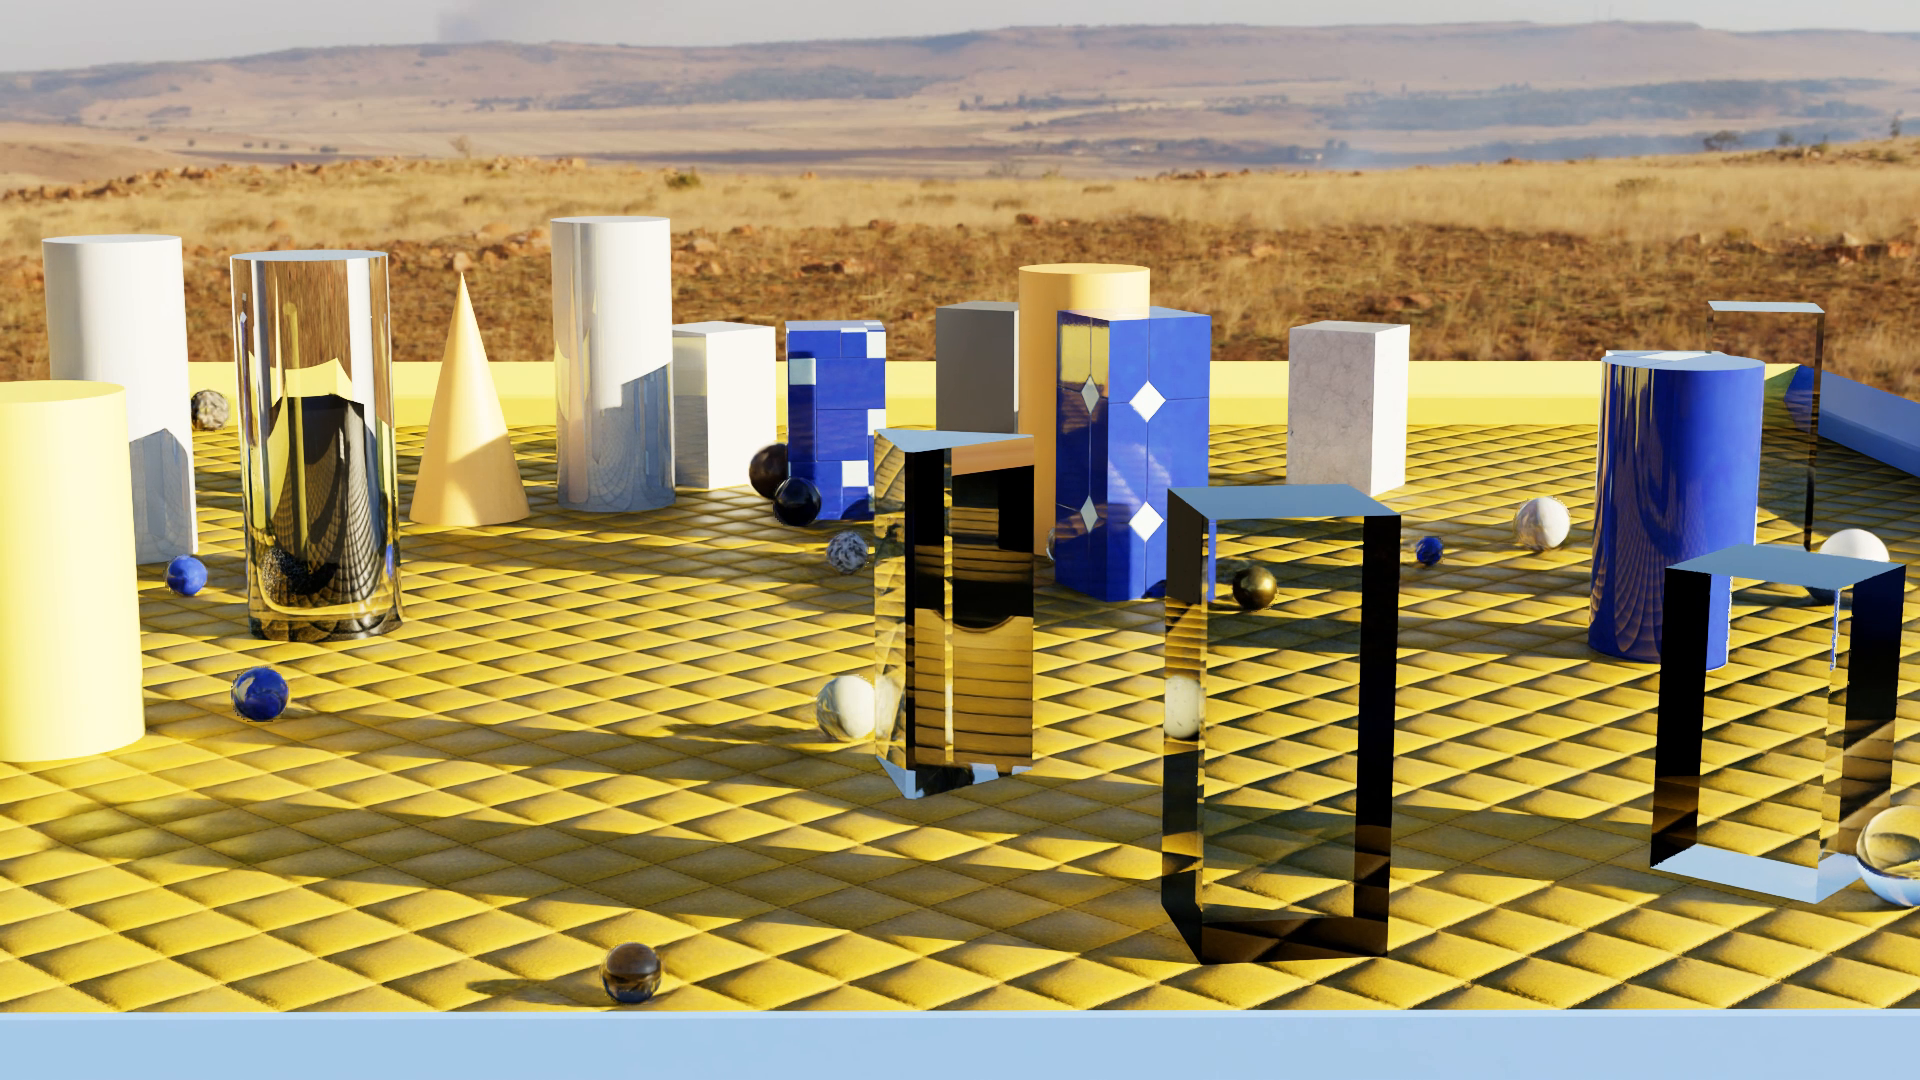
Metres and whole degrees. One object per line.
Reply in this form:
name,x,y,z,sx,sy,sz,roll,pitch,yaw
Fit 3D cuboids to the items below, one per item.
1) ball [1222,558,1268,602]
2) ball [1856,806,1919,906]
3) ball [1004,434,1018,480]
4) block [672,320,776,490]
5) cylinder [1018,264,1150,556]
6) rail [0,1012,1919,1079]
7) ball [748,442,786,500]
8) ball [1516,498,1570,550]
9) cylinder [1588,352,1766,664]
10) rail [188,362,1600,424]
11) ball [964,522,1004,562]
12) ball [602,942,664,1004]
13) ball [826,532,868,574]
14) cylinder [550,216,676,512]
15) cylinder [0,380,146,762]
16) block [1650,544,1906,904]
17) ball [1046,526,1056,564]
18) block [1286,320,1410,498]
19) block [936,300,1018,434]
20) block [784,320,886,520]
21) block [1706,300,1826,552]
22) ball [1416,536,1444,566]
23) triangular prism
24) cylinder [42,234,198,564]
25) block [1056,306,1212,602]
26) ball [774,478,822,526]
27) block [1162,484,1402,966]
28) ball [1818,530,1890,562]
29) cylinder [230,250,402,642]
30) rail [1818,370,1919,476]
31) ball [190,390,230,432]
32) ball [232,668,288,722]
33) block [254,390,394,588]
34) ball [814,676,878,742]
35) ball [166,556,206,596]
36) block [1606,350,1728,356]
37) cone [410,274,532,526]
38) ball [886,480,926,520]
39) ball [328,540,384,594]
ball,0.391,0.055,3.520,0.060,0.060,0.060,0,10,0
ball,0.831,0.277,2.247,0.088,0.088,0.088,0,10,0
ball,0.125,-0.147,4.514,0.095,0.095,0.095,0,10,0
block,-0.437,-0.241,4.540,0.157,0.271,0.157,10,14,43
cylinder,0.187,-0.199,3.893,0.197,0.424,0.197,0,10,0
rail,0.010,0.362,1.675,3.449,0.128,0.045,0,10,0
ball,-0.311,-0.116,4.343,0.098,0.098,0.098,0,10,0
ball,0.884,-0.025,3.896,0.080,0.080,0.080,0,10,0
cylinder,0.895,-0.042,3.211,0.197,0.364,0.197,0,10,0
rail,-0.010,-0.296,5.223,3.449,0.128,0.045,0,10,0
ball,0.036,0.004,3.801,0.059,0.059,0.059,0,10,0
ball,-0.258,0.340,2.015,0.048,0.048,0.048,0,10,0
ball,-0.163,0.018,3.720,0.059,0.059,0.059,0,10,0
cylinder,-0.578,-0.297,4.283,0.197,0.474,0.197,0,10,0
cylinder,-0.996,0.029,2.778,0.197,0.382,0.197,0,10,0
block,0.745,0.162,2.339,0.157,0.281,0.157,9,14,40
ball,0.161,0.007,3.757,0.069,0.069,0.069,0,10,0
block,0.674,-0.231,4.459,0.157,0.281,0.157,6,12,30
block,0.062,-0.280,4.684,0.157,0.295,0.157,5,12,26
block,-0.205,-0.198,4.207,0.157,0.308,0.157,-1,11,-5
block,1.213,-0.171,3.898,0.157,0.367,0.157,2,11,13
ball,0.692,0.016,3.781,0.042,0.042,0.042,0,10,0
triangular prism,-0.037,0.067,2.656,0.170,0.352,0.148,-9,14,-42
cylinder,-1.253,-0.212,3.832,0.197,0.473,0.197,0,10,0
block,0.240,-0.124,3.588,0.157,0.387,0.157,-5,12,-24
ball,-0.259,-0.061,4.099,0.078,0.078,0.078,0,10,0
block,0.265,0.150,2.156,0.157,0.371,0.157,-1,11,-7
ball,1.235,0.032,3.549,0.095,0.095,0.095,0,10,0
cylinder,-0.832,-0.126,3.327,0.197,0.486,0.197,0,10,0
rail,1.701,0.031,3.459,0.045,0.128,3.655,0,10,0
ball,-1.512,-0.260,5.161,0.083,0.083,0.083,0,10,0
ball,-0.785,0.173,2.881,0.061,0.061,0.061,0,10,0
block,-0.907,-0.075,3.670,0.157,0.262,0.157,0,11,-3
ball,-0.123,0.183,2.795,0.072,0.072,0.072,0,10,0
ball,-1.074,0.050,3.561,0.055,0.055,0.055,0,10,0
block,0.991,-0.092,3.582,0.157,0.327,0.157,0,11,2
cone,-0.802,-0.237,4.166,0.197,0.399,0.197,0,10,0
ball,-0.086,-0.065,4.153,0.065,0.065,0.065,0,10,0
ball,-0.842,0.037,3.575,0.076,0.076,0.076,0,10,0
